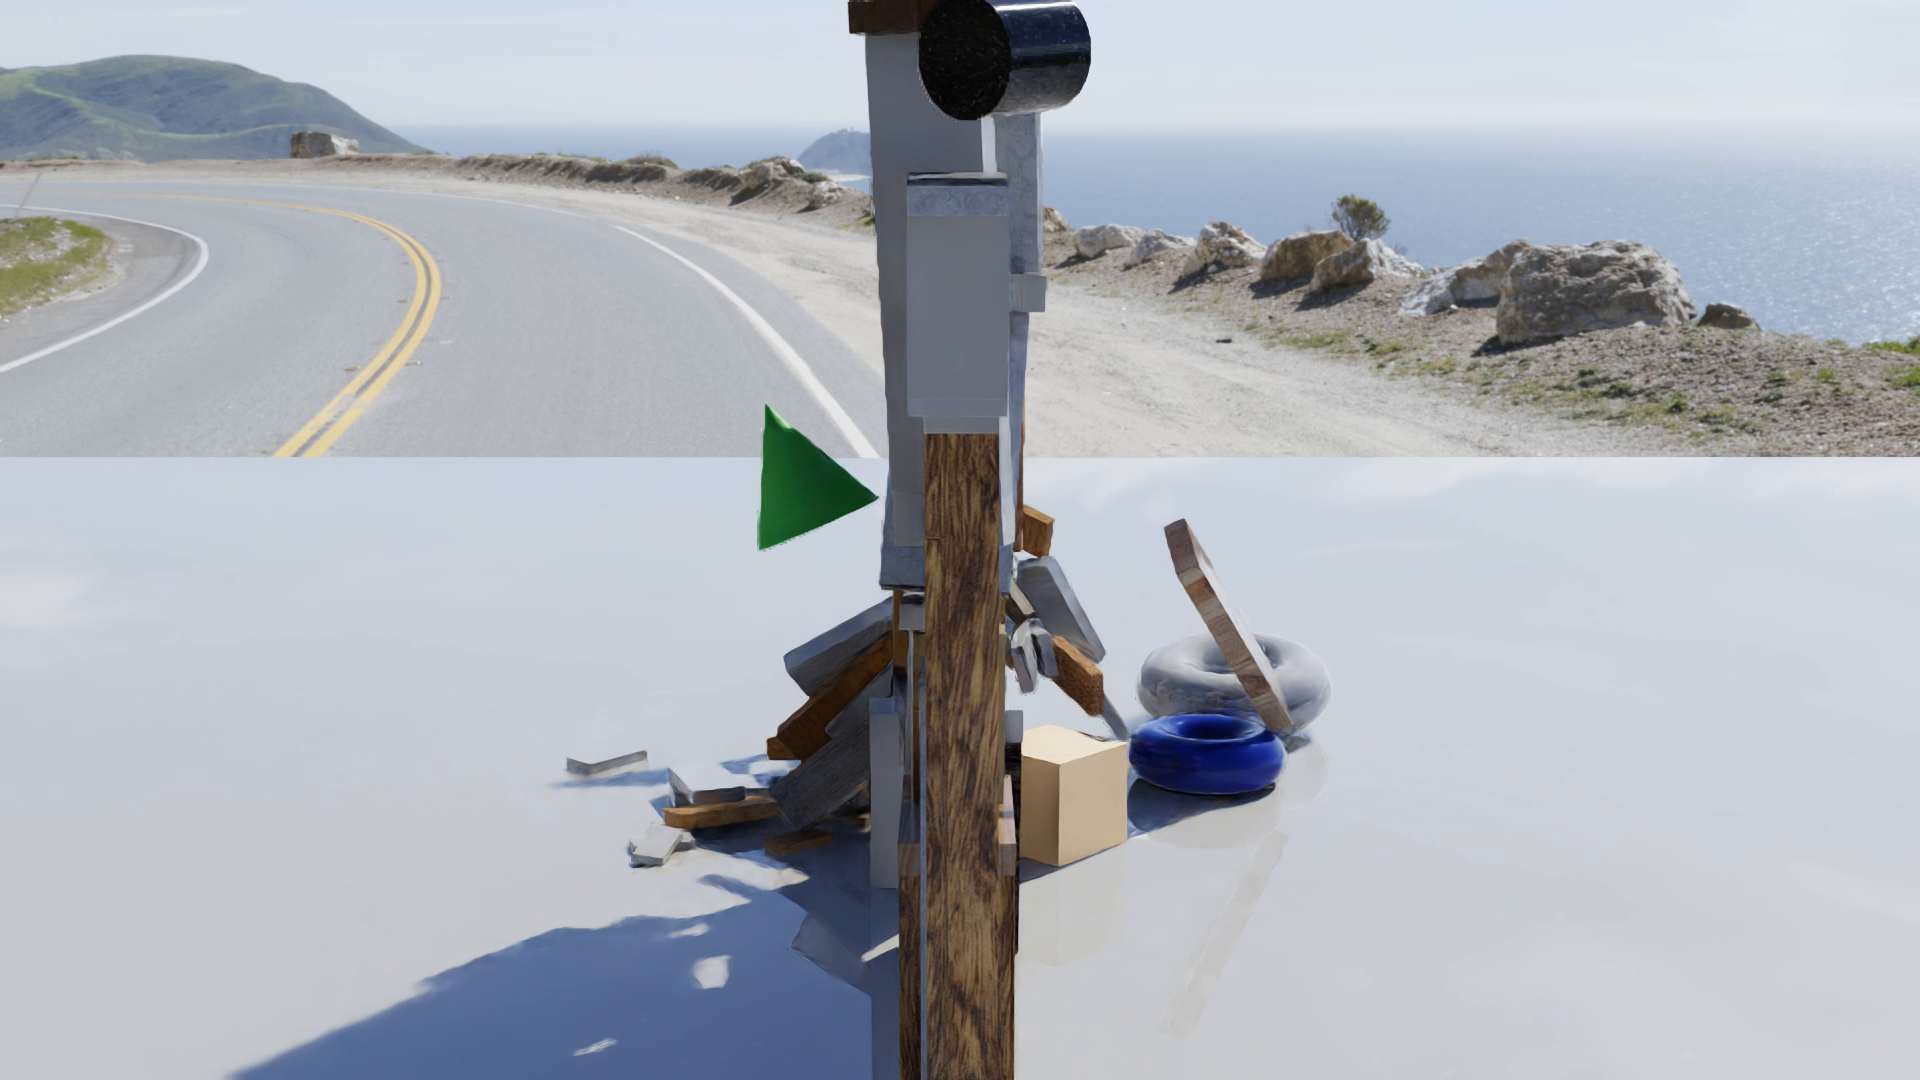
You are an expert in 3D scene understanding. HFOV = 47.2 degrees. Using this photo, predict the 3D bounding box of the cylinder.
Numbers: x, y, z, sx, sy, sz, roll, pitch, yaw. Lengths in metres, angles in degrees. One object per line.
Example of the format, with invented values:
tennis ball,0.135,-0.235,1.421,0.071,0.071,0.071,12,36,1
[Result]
cylinder,0.053,-0.570,2.578,0.144,0.144,0.144,9,19,42

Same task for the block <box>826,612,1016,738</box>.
block,-0.073,0.249,4.019,0.382,0.111,0.031,-45,12,2

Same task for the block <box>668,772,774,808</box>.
block,-0.453,0.478,4.199,0.194,0.028,0.097,-3,11,-14

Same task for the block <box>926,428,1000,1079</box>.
block,0.003,0.310,2.710,0.089,0.900,0.025,0,10,0

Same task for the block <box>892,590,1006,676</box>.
block,-0.020,0.044,3.546,0.176,0.353,0.050,0,-24,-3

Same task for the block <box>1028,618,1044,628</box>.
block,0.152,0.187,4.481,0.015,0.054,0.107,-17,4,-13

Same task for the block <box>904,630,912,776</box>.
block,-0.017,0.293,3.146,0.123,0.418,0.035,2,8,-2

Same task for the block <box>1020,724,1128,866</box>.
block,0.167,0.451,3.912,0.184,0.184,0.184,10,14,42

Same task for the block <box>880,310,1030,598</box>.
block,-0.006,-0.121,2.974,0.174,0.386,0.049,4,-11,1

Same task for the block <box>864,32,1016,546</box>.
block,-0.024,-0.315,2.801,0.152,0.647,0.043,0,9,23

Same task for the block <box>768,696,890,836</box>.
block,-0.162,0.371,3.944,0.382,0.100,0.028,-38,-25,-5

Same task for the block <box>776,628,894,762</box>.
block,-0.178,0.313,4.087,0.303,0.152,0.043,-41,15,13

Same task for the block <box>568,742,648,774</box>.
block,-0.708,0.439,4.424,0.073,0.021,0.147,9,14,41

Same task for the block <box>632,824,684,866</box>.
block,-0.530,0.535,3.856,0.054,0.015,0.109,7,22,10

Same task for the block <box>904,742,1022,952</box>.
block,0.003,0.465,3.375,0.175,0.350,0.050,0,17,-2

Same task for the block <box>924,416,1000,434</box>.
block,0.001,-0.158,2.683,0.089,0.025,0.177,0,13,0

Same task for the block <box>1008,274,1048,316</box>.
block,0.036,-0.350,3.115,0.174,0.049,0.348,4,5,2

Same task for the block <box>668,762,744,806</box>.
block,-0.479,0.458,4.141,0.097,0.028,0.194,-4,10,-21

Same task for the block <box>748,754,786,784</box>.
block,-0.380,0.455,4.341,0.073,0.021,0.147,-1,11,-6

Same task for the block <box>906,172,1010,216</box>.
block,-0.002,-0.410,2.601,0.117,0.033,0.235,0,13,0

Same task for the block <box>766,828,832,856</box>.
block,-0.287,0.536,3.916,0.109,0.015,0.054,-9,14,-41

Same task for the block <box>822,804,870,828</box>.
block,-0.217,0.507,4.066,0.134,0.019,0.067,5,12,26

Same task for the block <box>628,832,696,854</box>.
block,-0.529,0.538,3.906,0.109,0.015,0.054,-3,11,-17

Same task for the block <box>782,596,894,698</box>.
block,-0.150,0.203,4.115,0.322,0.161,0.046,-29,40,9

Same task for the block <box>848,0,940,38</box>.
block,-0.013,-0.669,2.836,0.152,0.043,0.304,0,7,21

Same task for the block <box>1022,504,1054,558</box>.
block,0.108,-0.037,4.506,0.178,0.089,0.025,27,40,26

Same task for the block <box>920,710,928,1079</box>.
block,-0.003,0.474,2.819,0.095,0.539,0.027,0,11,0

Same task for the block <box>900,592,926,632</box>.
block,-0.011,0.085,3.011,0.123,0.035,0.247,3,9,3

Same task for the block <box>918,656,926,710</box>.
block,-0.003,0.183,2.821,0.095,0.027,0.191,0,9,0

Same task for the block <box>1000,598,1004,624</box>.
block,0.004,0.263,3.240,0.117,0.458,0.033,0,-7,-5

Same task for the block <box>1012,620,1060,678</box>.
block,0.147,0.216,4.422,0.026,0.090,0.181,-16,12,-15

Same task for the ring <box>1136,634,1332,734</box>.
ring,0.583,0.308,4.686,0.417,0.139,0.417,-2,16,1

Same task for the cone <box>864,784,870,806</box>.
cone,-0.056,0.350,4.191,0.280,0.280,0.280,0,11,0

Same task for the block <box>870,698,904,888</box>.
block,-0.061,0.420,3.632,0.175,0.350,0.050,0,29,-3

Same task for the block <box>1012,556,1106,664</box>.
block,0.190,0.149,4.516,0.126,0.251,0.036,-9,31,39

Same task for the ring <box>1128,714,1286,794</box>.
ring,0.483,0.418,4.311,0.313,0.104,0.313,1,9,0

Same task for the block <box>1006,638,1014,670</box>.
block,0.086,0.207,4.411,0.026,0.091,0.182,-28,3,-1

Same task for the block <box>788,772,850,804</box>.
block,-0.268,0.473,4.165,0.134,0.019,0.067,3,39,16

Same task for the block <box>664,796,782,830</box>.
block,-0.434,0.500,4.035,0.194,0.028,0.097,-5,2,-26

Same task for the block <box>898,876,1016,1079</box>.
block,-0.004,0.573,2.921,0.153,0.305,0.043,0,12,0

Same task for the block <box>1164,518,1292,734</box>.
block,0.518,0.168,4.241,0.046,0.440,0.161,-26,32,12

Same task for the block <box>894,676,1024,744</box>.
block,-0.008,0.251,3.434,0.175,0.050,0.350,-1,9,-5

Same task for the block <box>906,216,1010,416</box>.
block,-0.003,-0.262,2.555,0.117,0.235,0.033,0,14,0

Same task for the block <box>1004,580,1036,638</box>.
block,0.038,0.078,4.115,0.031,0.222,0.111,-19,-21,-47

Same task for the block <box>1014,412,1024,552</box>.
block,0.020,-0.211,3.399,0.159,0.452,0.045,1,8,4

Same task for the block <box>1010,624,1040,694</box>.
block,0.126,0.229,4.263,0.026,0.090,0.181,-14,10,8

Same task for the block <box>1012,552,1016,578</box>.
block,0.021,0.031,3.373,0.117,0.033,0.235,0,-6,5

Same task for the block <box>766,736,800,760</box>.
block,-0.209,0.399,4.323,0.303,0.043,0.152,3,-14,-35

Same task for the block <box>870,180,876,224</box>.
block,-0.055,-0.456,3.737,0.161,0.321,0.046,-6,19,-3

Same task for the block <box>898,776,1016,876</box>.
block,-0.004,0.384,2.984,0.153,0.043,0.305,0,11,0

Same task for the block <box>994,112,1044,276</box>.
block,0.034,-0.514,3.015,0.152,0.304,0.043,4,31,11

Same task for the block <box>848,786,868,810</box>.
block,-0.192,0.443,4.012,0.019,0.067,0.134,6,-18,12

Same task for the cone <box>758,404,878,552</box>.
cone,-0.284,-0.129,3.718,0.224,0.224,0.224,-23,4,2

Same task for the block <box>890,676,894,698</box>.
block,-0.040,0.282,3.742,0.134,0.038,0.268,-1,10,-7

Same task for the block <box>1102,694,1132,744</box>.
block,0.304,0.351,4.472,0.025,0.178,0.089,-32,52,3

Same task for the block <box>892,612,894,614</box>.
block,-0.026,0.044,3.746,0.176,0.446,0.050,0,-14,-3

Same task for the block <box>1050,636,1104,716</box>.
block,0.229,0.268,4.331,0.026,0.090,0.181,-11,26,-22

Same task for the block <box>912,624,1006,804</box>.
block,-0.002,0.237,2.973,0.123,0.247,0.035,0,18,-3
